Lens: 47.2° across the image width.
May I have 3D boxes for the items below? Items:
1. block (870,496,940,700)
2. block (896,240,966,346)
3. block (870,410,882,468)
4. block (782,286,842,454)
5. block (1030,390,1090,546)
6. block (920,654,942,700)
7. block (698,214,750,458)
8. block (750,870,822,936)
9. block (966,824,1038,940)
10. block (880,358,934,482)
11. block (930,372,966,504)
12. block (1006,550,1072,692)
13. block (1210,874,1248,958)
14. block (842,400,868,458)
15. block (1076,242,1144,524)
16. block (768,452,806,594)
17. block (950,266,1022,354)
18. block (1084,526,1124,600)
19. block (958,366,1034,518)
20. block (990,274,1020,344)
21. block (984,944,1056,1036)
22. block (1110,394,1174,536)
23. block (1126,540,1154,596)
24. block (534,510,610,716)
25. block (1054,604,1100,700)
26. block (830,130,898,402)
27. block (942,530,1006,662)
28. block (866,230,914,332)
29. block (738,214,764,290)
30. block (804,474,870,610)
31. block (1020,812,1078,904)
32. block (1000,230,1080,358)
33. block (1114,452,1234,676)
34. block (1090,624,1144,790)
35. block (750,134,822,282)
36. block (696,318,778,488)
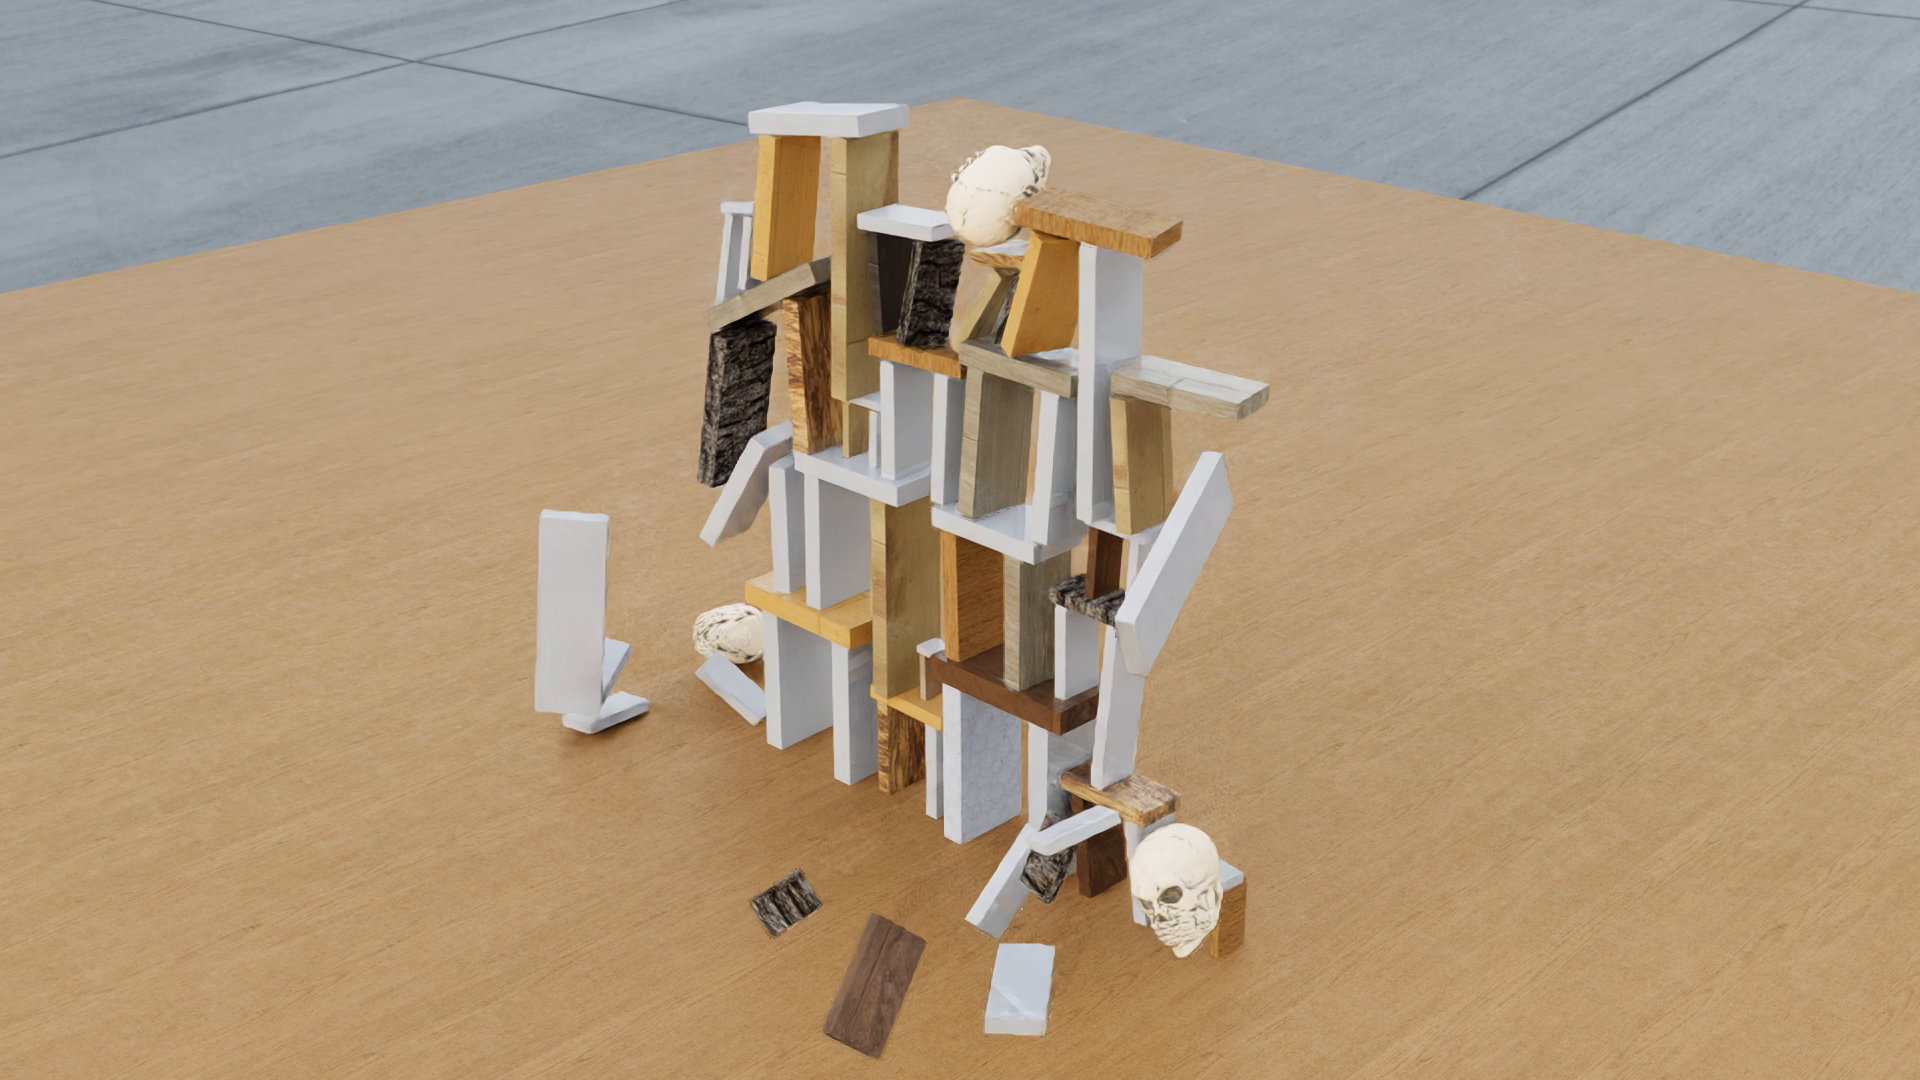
[{"bbox_3d":[-0.106,0.098,4.374,0.145,0.425,0.041,-20,31,-39],"label":"block"},{"bbox_3d":[-0.054,-0.455,4.055,0.098,0.196,0.028,-5,26,-38],"label":"block"},{"bbox_3d":[-0.149,-0.203,4.286,0.016,0.115,0.058,21,31,39],"label":"block"},{"bbox_3d":[-0.268,-0.341,4.357,0.044,0.309,0.154,17,28,41],"label":"block"},{"bbox_3d":[0.199,-0.141,3.944,0.140,0.281,0.040,-16,29,-42],"label":"block"},{"bbox_3d":[-0.056,0.266,4.394,0.050,0.101,0.014,-22,31,-39],"label":"block"},{"bbox_3d":[-0.479,-0.415,4.523,0.021,0.515,0.072,19,19,33],"label":"block"},{"bbox_3d":[-0.266,0.553,3.344,0.018,0.064,0.128,-30,-6,-45],"label":"block"},{"bbox_3d":[0.092,0.598,3.845,0.028,0.195,0.098,29,-8,33],"label":"block"},{"bbox_3d":[-0.101,-0.243,4.226,0.033,0.236,0.118,18,29,36],"label":"block"},{"bbox_3d":[0.001,-0.200,4.129,0.033,0.249,0.118,19,26,40],"label":"block"},{"bbox_3d":[0.146,0.138,4.097,0.132,0.265,0.037,-19,30,-38],"label":"block"},{"bbox_3d":[0.486,0.678,3.978,0.072,0.144,0.020,-20,30,-39],"label":"block"},{"bbox_3d":[-0.206,-0.225,4.336,0.016,0.115,0.058,20,29,37],"label":"block"},{"bbox_3d":[0.260,-0.283,3.821,0.036,0.501,0.126,20,30,40],"label":"block"},{"bbox_3d":[-0.338,-0.042,4.550,0.039,0.275,0.138,10,25,25],"label":"block"},{"bbox_3d":[0.056,-0.424,3.996,0.082,0.203,0.023,-24,67,-41],"label":"block"},{"bbox_3d":[0.260,0.032,3.954,0.071,0.141,0.020,-21,34,-40],"label":"block"},{"bbox_3d":[0.068,-0.193,4.069,0.140,0.281,0.040,-16,29,-42],"label":"block"},{"bbox_3d":[0.117,-0.417,3.909,0.082,0.165,0.023,-13,61,-25],"label":"block"},{"bbox_3d":[0.102,0.747,3.669,0.098,0.028,0.267,1,16,6],"label":"block"},{"bbox_3d":[0.317,-0.141,3.815,0.034,0.240,0.120,13,25,42],"label":"block"},{"bbox_3d":[0.327,0.057,3.893,0.071,0.141,0.020,-21,35,-40],"label":"block"},{"bbox_3d":[-0.813,0.156,4.602,0.138,0.449,0.039,4,23,-4],"label":"block"},{"bbox_3d":[0.216,0.194,4.064,0.026,0.186,0.093,20,30,41],"label":"block"},{"bbox_3d":[-0.183,-0.526,4.209,0.040,0.505,0.142,18,27,38],"label":"block"},{"bbox_3d":[0.028,0.089,4.212,0.132,0.265,0.037,-22,30,-40],"label":"block"},{"bbox_3d":[-0.124,-0.500,4.157,0.098,0.196,0.028,-23,30,-38],"label":"block"},{"bbox_3d":[-0.405,-0.575,4.384,0.021,0.145,0.072,19,22,33],"label":"block"},{"bbox_3d":[-0.248,-0.016,4.470,0.041,0.291,0.145,21,31,38],"label":"block"},{"bbox_3d":[0.138,0.488,3.376,0.018,0.128,0.064,-7,37,-42],"label":"block"},{"bbox_3d":[0.160,-0.437,3.841,0.126,0.252,0.036,-12,49,-27],"label":"block"},{"bbox_3d":[0.351,0.033,3.570,0.034,0.120,0.399,9,48,27],"label":"block"},{"bbox_3d":[0.294,0.293,4.023,0.093,0.339,0.026,-21,36,-40],"label":"block"},{"bbox_3d":[-0.339,-0.659,4.295,0.040,0.284,0.142,22,29,29],"label":"block"},{"bbox_3d":[-0.458,-0.281,4.516,0.044,0.326,0.154,24,30,29],"label":"block"}]
